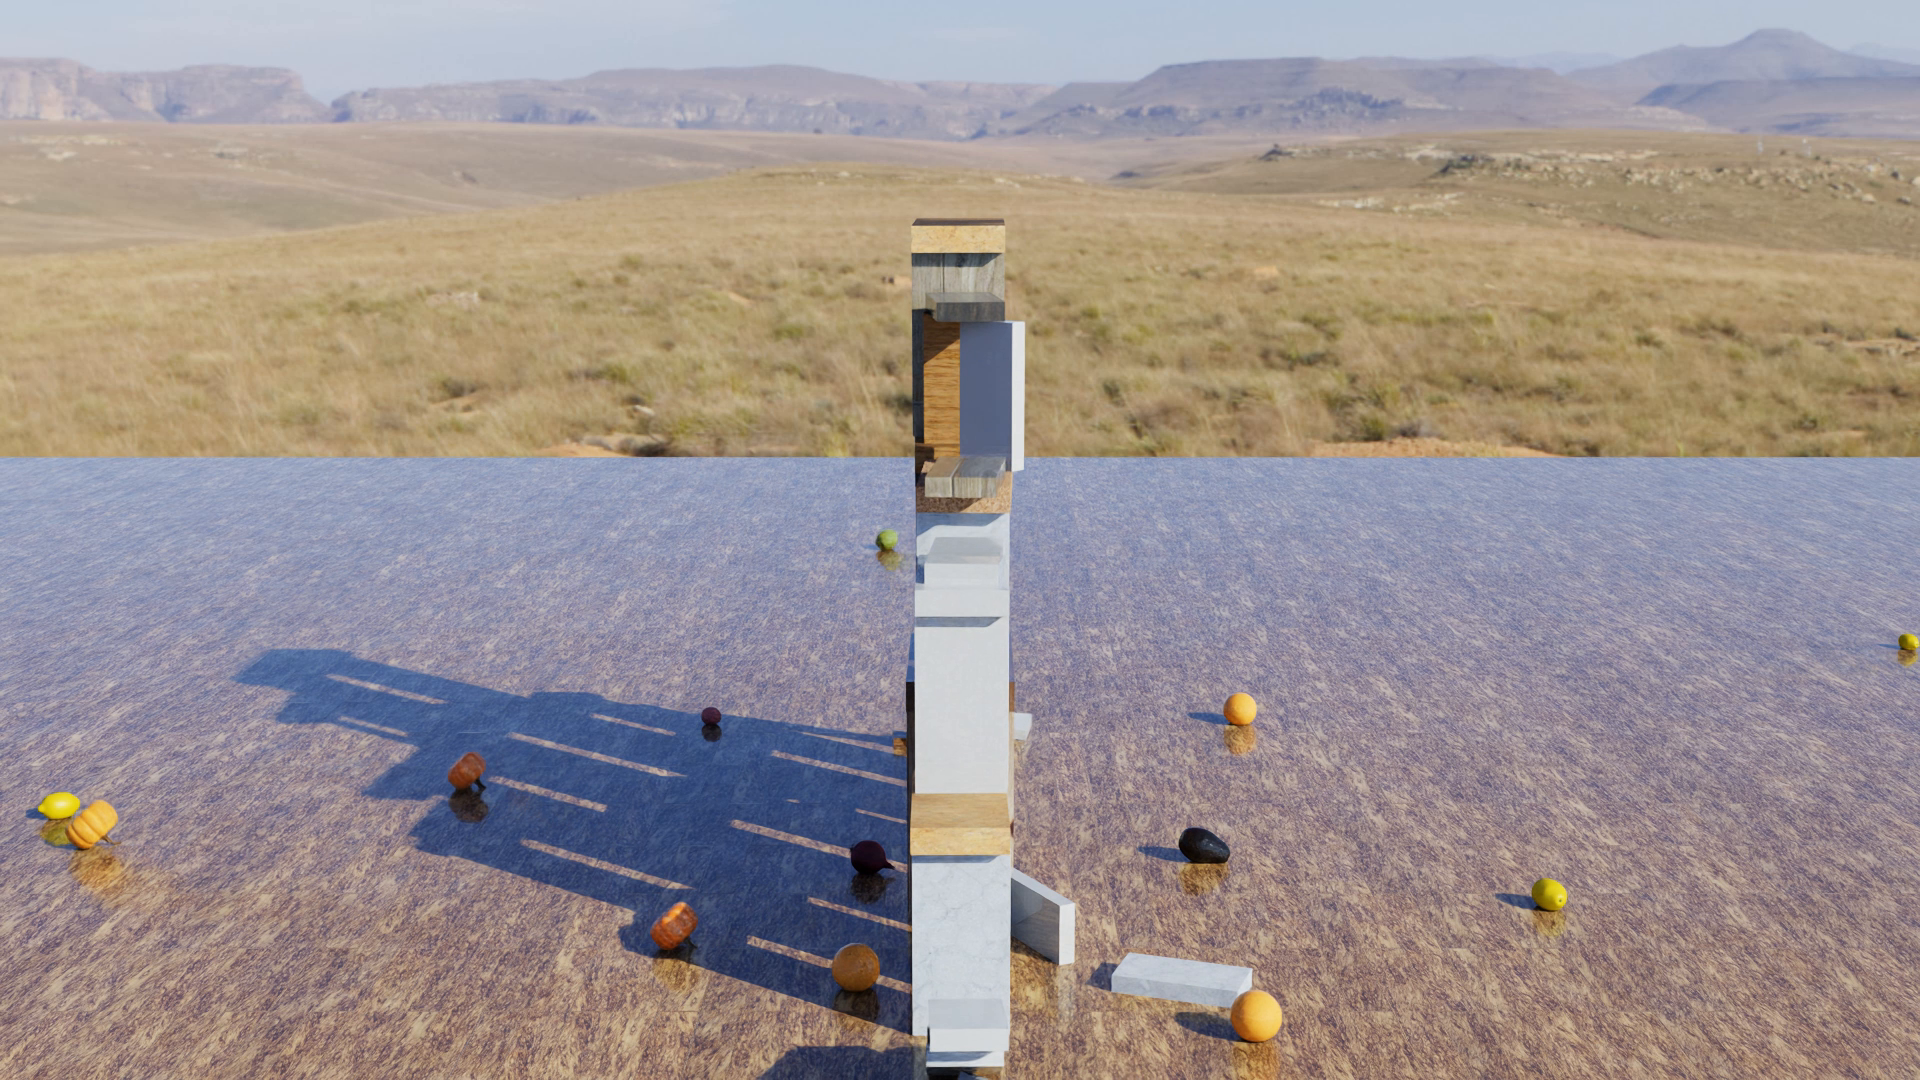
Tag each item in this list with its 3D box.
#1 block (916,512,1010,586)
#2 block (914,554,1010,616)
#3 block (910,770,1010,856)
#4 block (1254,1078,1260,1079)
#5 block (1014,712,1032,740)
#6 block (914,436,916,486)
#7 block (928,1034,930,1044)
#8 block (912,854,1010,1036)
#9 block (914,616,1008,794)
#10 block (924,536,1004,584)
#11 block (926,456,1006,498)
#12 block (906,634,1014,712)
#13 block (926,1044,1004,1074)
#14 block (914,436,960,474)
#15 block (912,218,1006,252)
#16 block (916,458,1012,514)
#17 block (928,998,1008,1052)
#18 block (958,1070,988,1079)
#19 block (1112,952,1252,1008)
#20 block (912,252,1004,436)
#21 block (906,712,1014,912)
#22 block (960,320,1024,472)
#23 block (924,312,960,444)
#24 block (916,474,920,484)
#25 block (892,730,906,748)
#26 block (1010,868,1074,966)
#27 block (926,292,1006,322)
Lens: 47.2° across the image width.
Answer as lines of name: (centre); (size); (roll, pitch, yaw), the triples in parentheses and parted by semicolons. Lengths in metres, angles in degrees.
block: (0.004, 0.167, 3.432); (0.143, 0.442, 0.041); (0, 11, 0)
block: (0.003, 0.065, 3.223); (0.133, 0.038, 0.266); (0, 11, 0)
block: (-0.001, 0.388, 3.150); (0.137, 0.039, 0.274); (0, 11, 0)
block: (0.374, 0.742, 2.771); (0.106, 0.030, 0.211); (7, 12, 32)
block: (0.067, 0.387, 4.637); (0.159, 0.023, 0.080); (4, 23, 11)
block: (-0.004, -0.314, 3.956); (0.156, 0.433, 0.044); (0, 11, -1)
block: (0.006, 0.670, 2.929); (0.097, 0.027, 0.194); (0, -17, 0)
block: (0.001, 0.559, 3.087); (0.137, 0.274, 0.039); (0, 10, 0)
block: (0.002, 0.231, 3.163); (0.133, 0.266, 0.038); (0, 11, 0)
block: (0.008, 0.030, 3.229); (0.105, 0.030, 0.210); (1, 11, 4)
block: (0.010, -0.096, 3.337); (0.105, 0.030, 0.210); (1, 11, 5)
block: (0.001, 0.217, 3.654); (0.172, 0.049, 0.345); (0, 11, 0)
block: (0.005, 0.668, 2.827); (0.097, 0.027, 0.194); (0, -17, -1)
block: (0.001, -0.160, 3.772); (0.152, 0.043, 0.303); (0, 11, 0)
block: (-0.001, -0.529, 3.808); (0.156, 0.044, 0.312); (0, 11, 1)
block: (0.010, -0.087, 3.480); (0.143, 0.041, 0.286); (0, 11, 2)
block: (0.009, 0.615, 2.790); (0.097, 0.027, 0.194); (0, -1, -1)
block: (0.087, 0.722, 2.775); (0.093, 0.026, 0.186); (28, -10, -40)
block: (0.329, 0.652, 3.260); (0.190, 0.027, 0.095); (4, 11, 20)
block: (-0.003, -0.334, 3.739); (0.156, 0.312, 0.044); (0, 11, 0)
block: (0.001, 0.432, 3.577); (0.172, 0.345, 0.049); (0, 11, 0)
block: (0.051, -0.232, 3.507); (0.108, 0.236, 0.031); (9, 14, 39)
block: (-0.006, -0.270, 3.654); (0.108, 0.216, 0.031); (0, 12, 1)
block: (0.002, 0.029, 3.705); (0.152, 0.303, 0.043); (0, 11, 0)
block: (-0.071, 0.412, 4.576); (0.137, 0.019, 0.068); (-1, 11, -3)
block: (0.118, 0.586, 3.433); (0.027, 0.095, 0.190); (-6, 12, -28)
block: (0.007, -0.378, 3.564); (0.108, 0.031, 0.216); (-1, 11, -5)
